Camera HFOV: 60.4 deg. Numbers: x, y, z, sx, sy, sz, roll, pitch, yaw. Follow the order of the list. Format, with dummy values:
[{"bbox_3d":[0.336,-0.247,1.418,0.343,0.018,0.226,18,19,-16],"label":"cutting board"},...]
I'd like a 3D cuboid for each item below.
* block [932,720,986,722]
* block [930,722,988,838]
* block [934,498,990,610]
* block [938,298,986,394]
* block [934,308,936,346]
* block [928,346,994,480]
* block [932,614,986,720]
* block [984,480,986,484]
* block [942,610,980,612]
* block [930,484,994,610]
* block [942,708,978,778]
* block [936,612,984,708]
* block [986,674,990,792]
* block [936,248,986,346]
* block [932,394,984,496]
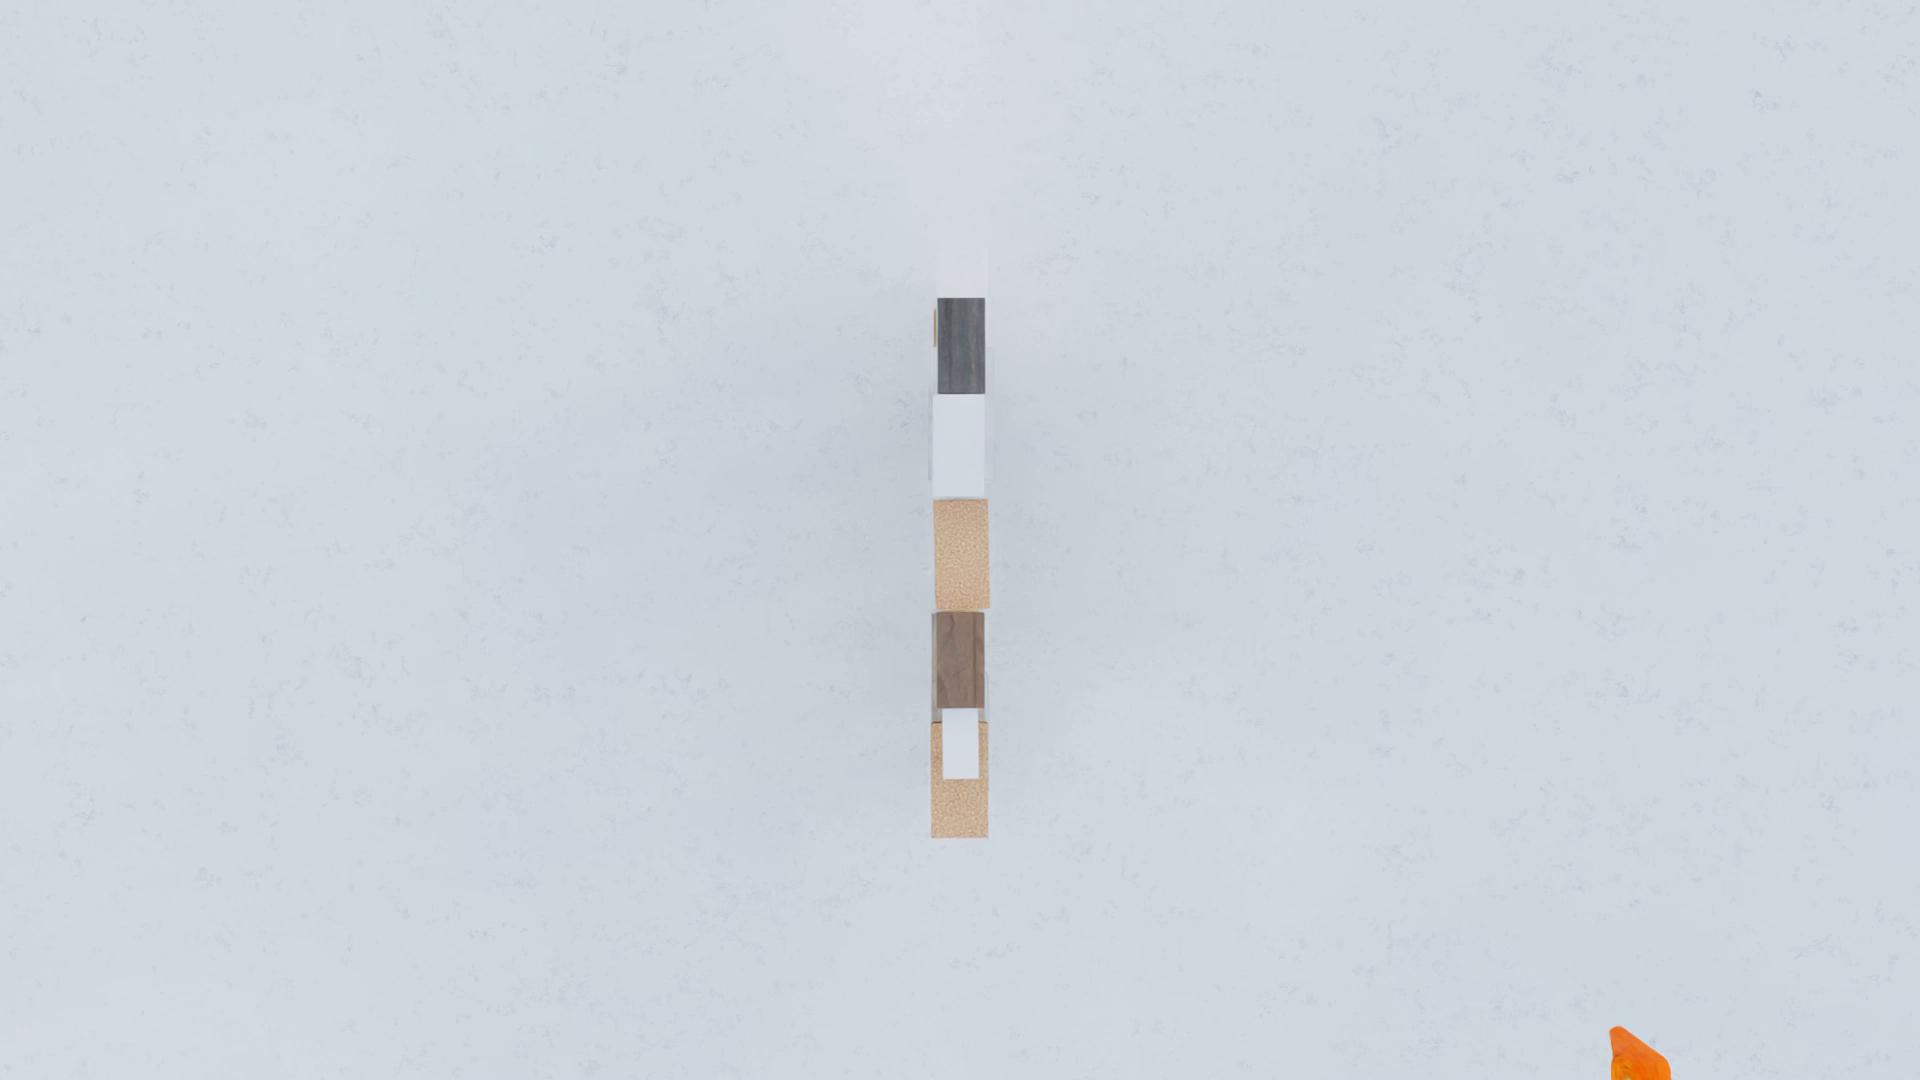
[{"bbox_3d":[-0.003,0.539,4.592,0.153,0.306,0.043,-1,90,0],"label":"block"},{"bbox_3d":[-0.001,0.642,4.417,0.153,0.043,0.306,0,90,0],"label":"block"},{"bbox_3d":[0.004,0.036,4.249,0.141,0.040,0.282,-1,90,0],"label":"block"},{"bbox_3d":[0.003,-0.488,4.153,0.120,0.034,0.239,0,90,0],"label":"block"},{"bbox_3d":[-0.001,-0.559,5.155,0.161,0.046,0.322,0,90,0],"label":"block"},{"bbox_3d":[0.004,-0.338,4.435,0.178,0.050,0.356,0,90,0],"label":"block"},{"bbox_3d":[-0.004,0.341,4.438,0.143,0.041,0.286,0,90,0],"label":"block"},{"bbox_3d":[0.000,-0.232,5.155,0.161,0.046,0.322,0,90,0],"label":"block"},{"bbox_3d":[0.002,0.272,4.938,0.112,0.032,0.224,0,90,0],"label":"block"},{"bbox_3d":[0.005,0.020,4.575,0.174,0.049,0.348,0,90,0],"label":"block"},{"bbox_3d":[0.001,0.516,4.203,0.090,0.025,0.180,-1,90,0],"label":"block"},{"bbox_3d":[0.001,0.303,4.161,0.120,0.034,0.240,0,90,0],"label":"block"},{"bbox_3d":[0.001,0.557,4.769,0.168,0.048,0.336,0,90,0],"label":"block"},{"bbox_3d":[0.004,-0.658,4.523,0.137,0.039,0.275,0,90,0],"label":"block"},{"bbox_3d":[-0.004,-0.236,4.137,0.127,0.036,0.255,0,90,0],"label":"block"}]
